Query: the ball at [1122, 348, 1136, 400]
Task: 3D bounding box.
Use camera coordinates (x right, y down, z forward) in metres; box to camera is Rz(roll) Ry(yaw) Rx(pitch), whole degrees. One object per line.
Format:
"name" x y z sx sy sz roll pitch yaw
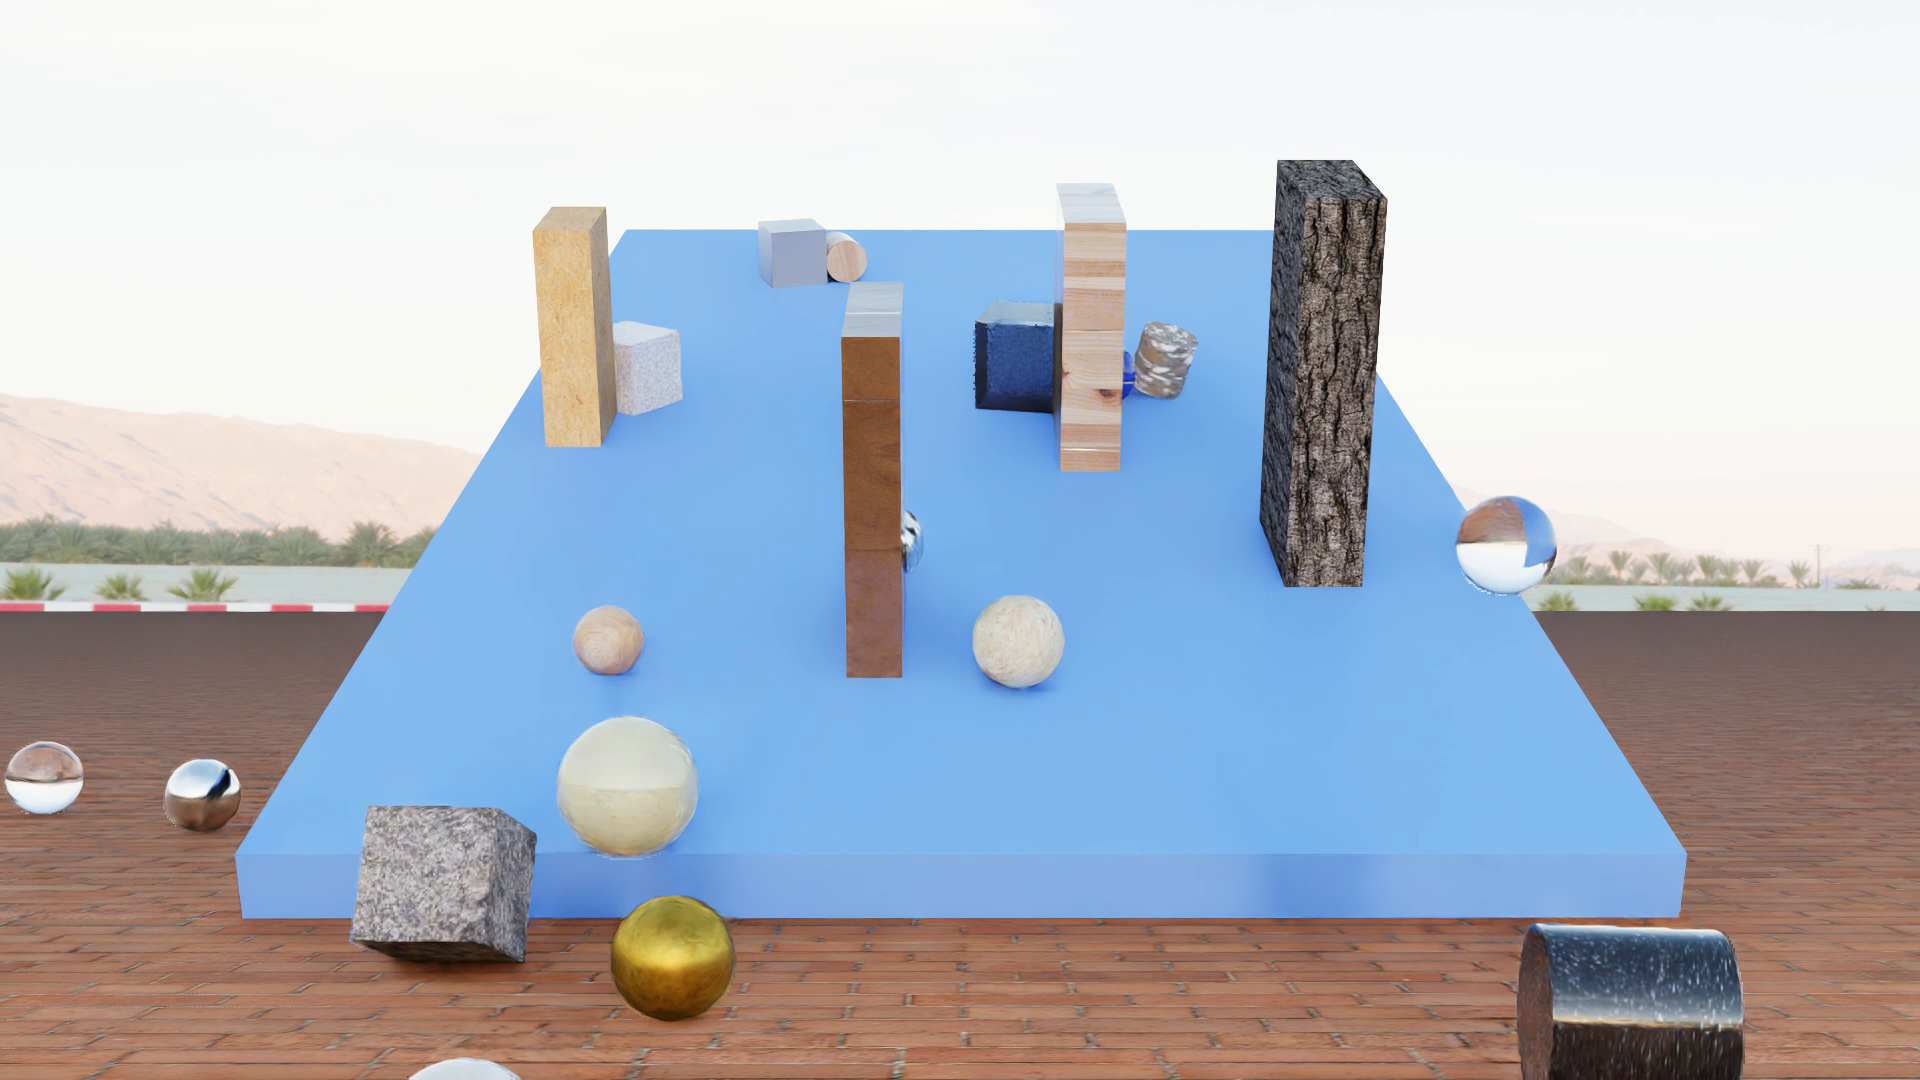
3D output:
"ball" 0.325 -0.375 5.118 0.147 0.147 0.147 0 -2 0

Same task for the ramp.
"ramp" -0.005 -0.208 5.019 2.000 0.100 4.000 0 20 0

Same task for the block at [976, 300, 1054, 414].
"block" 0.154 -0.416 5.152 0.201 0.201 0.201 5 21 12

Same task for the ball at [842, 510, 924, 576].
"ball" -0.138 0.004 4.069 0.146 0.146 0.146 0 -2 0

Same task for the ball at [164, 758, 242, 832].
"ball" -1.455 0.491 4.360 0.140 0.140 0.140 0 -2 0

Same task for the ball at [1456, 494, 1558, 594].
"ball" 0.971 0.007 4.032 0.177 0.177 0.177 0 -2 0

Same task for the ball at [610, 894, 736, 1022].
"ball" -0.302 0.439 2.385 0.131 0.131 0.131 0 -2 0

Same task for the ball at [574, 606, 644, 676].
"ball" -0.571 0.164 3.689 0.114 0.114 0.114 0 -2 0

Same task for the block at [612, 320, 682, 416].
"block" -0.747 -0.390 5.132 0.162 0.162 0.162 14 24 33

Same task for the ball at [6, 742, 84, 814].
"ball" -1.906 0.495 4.723 0.152 0.152 0.152 0 -2 0

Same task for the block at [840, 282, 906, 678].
"block" -0.139 -0.106 3.761 0.090 0.572 0.356 0 20 0

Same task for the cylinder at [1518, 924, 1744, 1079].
"cylinder" 0.574 0.412 1.954 0.155 0.155 0.155 2 -2 3

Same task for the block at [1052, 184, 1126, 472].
"block" 0.269 -0.456 4.795 0.124 0.521 0.403 0 20 0

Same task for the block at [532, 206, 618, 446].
"block" -0.826 -0.462 4.883 0.118 0.468 0.248 0 20 0

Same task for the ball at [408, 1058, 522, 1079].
"ball" -0.347 0.422 1.580 0.119 0.119 0.119 0 -2 0

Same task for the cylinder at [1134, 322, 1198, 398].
"cylinder" 0.464 -0.411 5.195 0.130 0.130 0.130 13 28 -7

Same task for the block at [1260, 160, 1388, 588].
"block" 0.653 -0.308 4.126 0.139 0.704 0.361 0 20 0

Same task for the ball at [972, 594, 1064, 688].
"ball" 0.094 0.162 3.646 0.149 0.149 0.149 0 -2 0

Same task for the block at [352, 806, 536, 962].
"block" -0.616 0.415 2.725 0.159 0.159 0.159 0 -19 7

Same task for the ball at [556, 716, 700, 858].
"ball" -0.454 0.337 3.099 0.194 0.194 0.194 0 -2 0

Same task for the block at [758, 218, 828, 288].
"block" -0.461 -0.790 6.238 0.153 0.153 0.153 -6 21 -17
